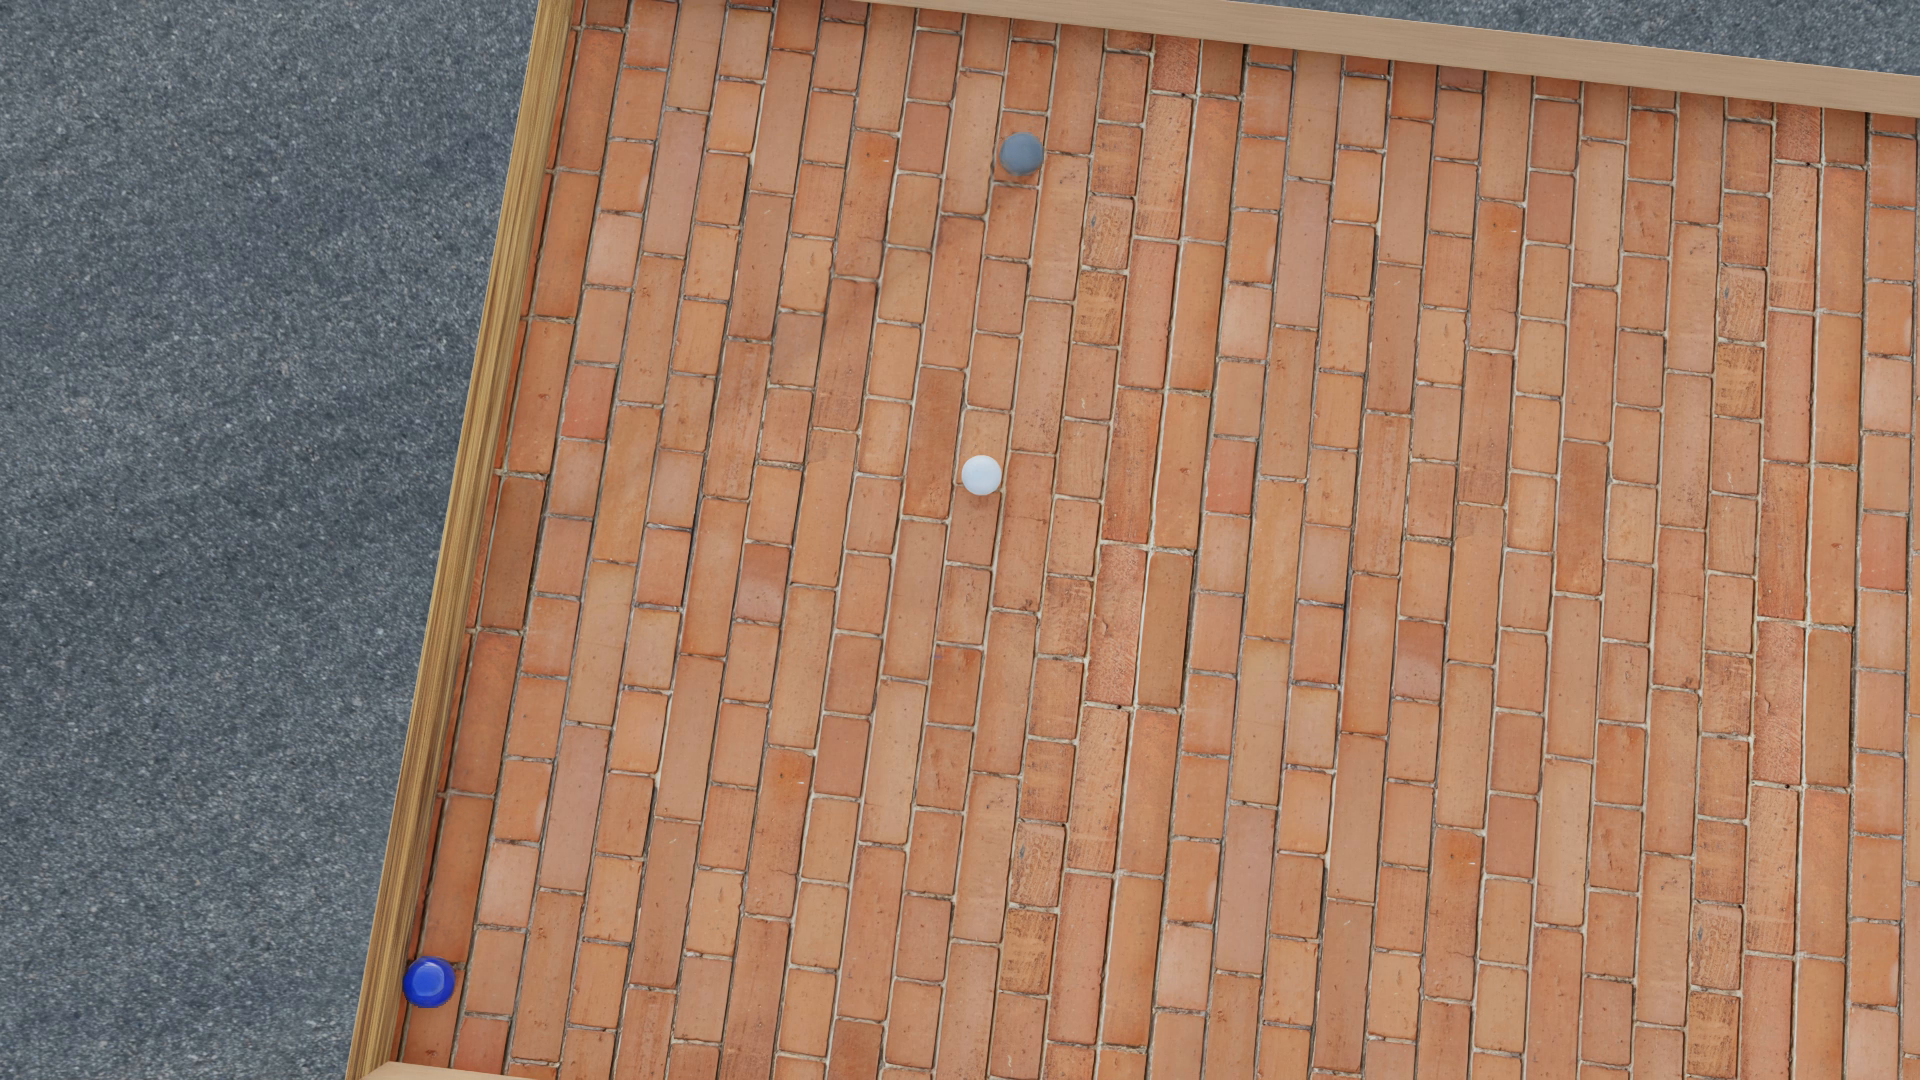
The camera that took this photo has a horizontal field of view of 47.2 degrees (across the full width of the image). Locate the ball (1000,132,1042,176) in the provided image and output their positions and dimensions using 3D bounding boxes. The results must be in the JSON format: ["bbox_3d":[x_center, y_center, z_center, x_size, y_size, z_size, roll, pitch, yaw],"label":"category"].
[{"bbox_3d":[0.096,-0.608,3.471,0.068,0.068,0.068,0,77,0],"label":"ball"}]

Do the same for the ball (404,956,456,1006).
[{"bbox_3d":[-0.765,0.636,3.171,0.073,0.073,0.073,0,77,0],"label":"ball"}]

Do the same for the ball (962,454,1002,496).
[{"bbox_3d":[0.033,-0.099,3.353,0.062,0.062,0.062,0,77,0],"label":"ball"}]

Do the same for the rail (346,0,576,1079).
[{"bbox_3d":[-0.733,-0.089,3.333,0.045,0.095,1.809,7,77,2],"label":"rail"}]

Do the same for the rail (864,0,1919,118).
[{"bbox_3d":[0.862,-0.766,3.494,3.050,0.095,0.045,7,77,2],"label":"rail"}]

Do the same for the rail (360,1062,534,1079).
[{"bbox_3d":[0.652,0.936,3.088,3.050,0.095,0.045,7,77,2],"label":"rail"}]
